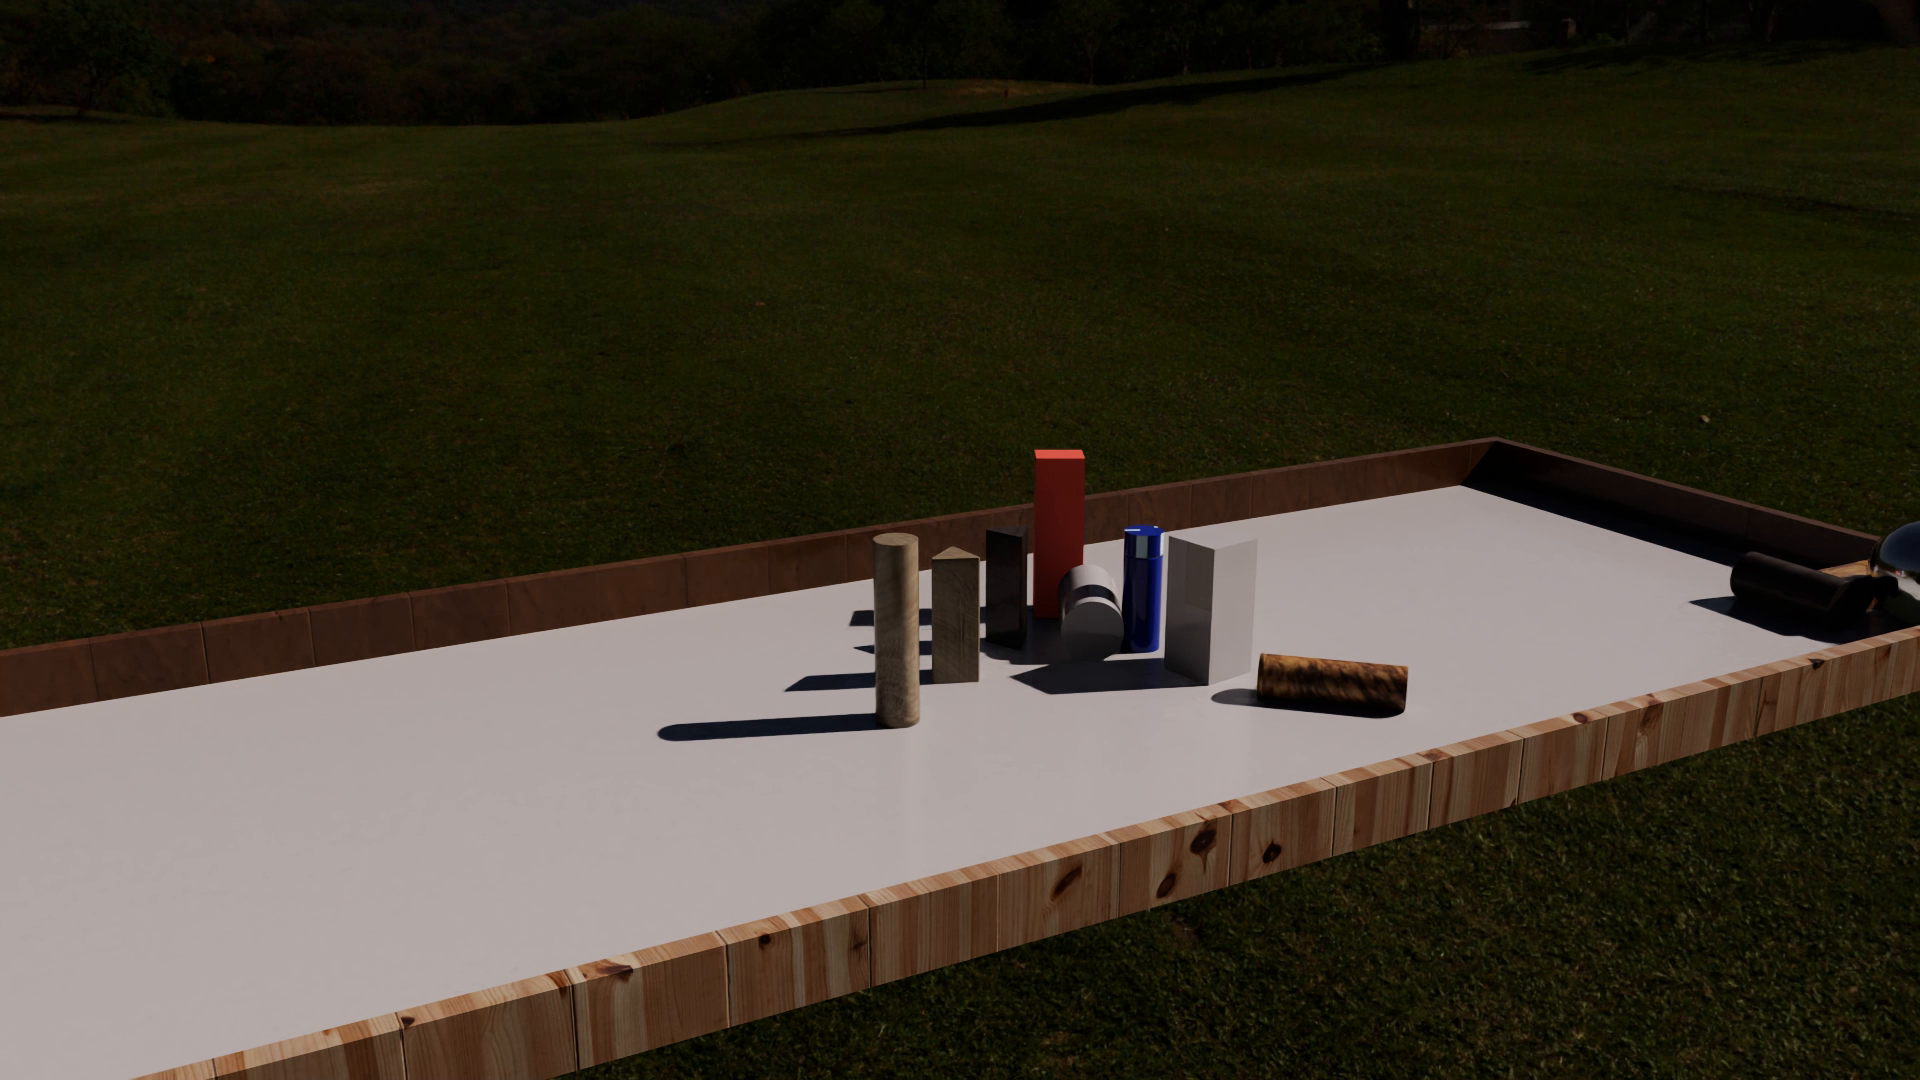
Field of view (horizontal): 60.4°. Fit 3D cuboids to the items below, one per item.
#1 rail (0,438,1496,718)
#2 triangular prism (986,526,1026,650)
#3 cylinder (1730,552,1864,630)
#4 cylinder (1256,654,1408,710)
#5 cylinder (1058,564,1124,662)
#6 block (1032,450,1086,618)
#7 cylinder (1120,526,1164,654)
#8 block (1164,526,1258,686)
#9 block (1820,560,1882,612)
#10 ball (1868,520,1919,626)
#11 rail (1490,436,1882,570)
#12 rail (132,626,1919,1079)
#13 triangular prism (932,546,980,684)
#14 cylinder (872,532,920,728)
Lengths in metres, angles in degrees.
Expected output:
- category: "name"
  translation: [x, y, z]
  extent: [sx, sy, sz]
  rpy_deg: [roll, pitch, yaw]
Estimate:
- category: "rail"
  translation: [-3.305, 0.497, 3.399]
  extent: [12.000, 0.150, 0.050]
  rpy_deg: [-9, 18, -27]
- category: "triangular prism"
  translation: [0.146, 0.121, 4.389]
  extent: [0.117, 0.313, 0.101]
  rpy_deg: [13, 21, 38]
- category: "cylinder"
  translation: [2.342, 0.141, 4.626]
  extent: [0.141, 0.141, 0.315]
  rpy_deg: [-8, 18, -25]
- category: "cylinder"
  translation: [0.903, 0.343, 4.000]
  extent: [0.350, 0.106, 0.106]
  rpy_deg: [4, 17, 15]
- category: "cylinder"
  translation: [0.347, 0.191, 4.415]
  extent: [0.164, 0.164, 0.321]
  rpy_deg: [0, 16, 2]
- category: "block"
  translation: [0.274, -0.018, 4.605]
  extent: [0.132, 0.451, 0.132]
  rpy_deg: [0, 13, 0]
- category: "cylinder"
  translation: [0.480, 0.129, 4.345]
  extent: [0.103, 0.321, 0.103]
  rpy_deg: [0, 16, 0]
- category: "block"
  translation: [0.633, 0.163, 4.170]
  extent: [0.156, 0.355, 0.156]
  rpy_deg: [-13, 21, -37]
- category: "block"
  translation: [2.562, 0.135, 4.710]
  extent: [0.322, 0.105, 0.105]
  rpy_deg: [-8, 18, -26]
- category: "ball"
  translation: [2.657, 0.091, 4.514]
  extent: [0.300, 0.300, 0.300]
  rpy_deg: [0, 16, 0]
- category: "rail"
  translation: [2.466, -0.048, 5.253]
  extent: [0.050, 0.150, 2.100]
  rpy_deg: [-9, 18, -27]
- category: "rail"
  translation: [-2.336, 1.006, 1.665]
  extent: [12.000, 0.150, 0.050]
  rpy_deg: [-9, 18, -27]
- category: "triangular prism"
  translation: [-0.014, 0.187, 4.141]
  extent: [0.117, 0.326, 0.101]
  rpy_deg: [-1, 16, -5]
- category: "cylinder"
  translation: [-0.147, 0.212, 3.842]
  extent: [0.105, 0.447, 0.105]
  rpy_deg: [0, 16, 0]
